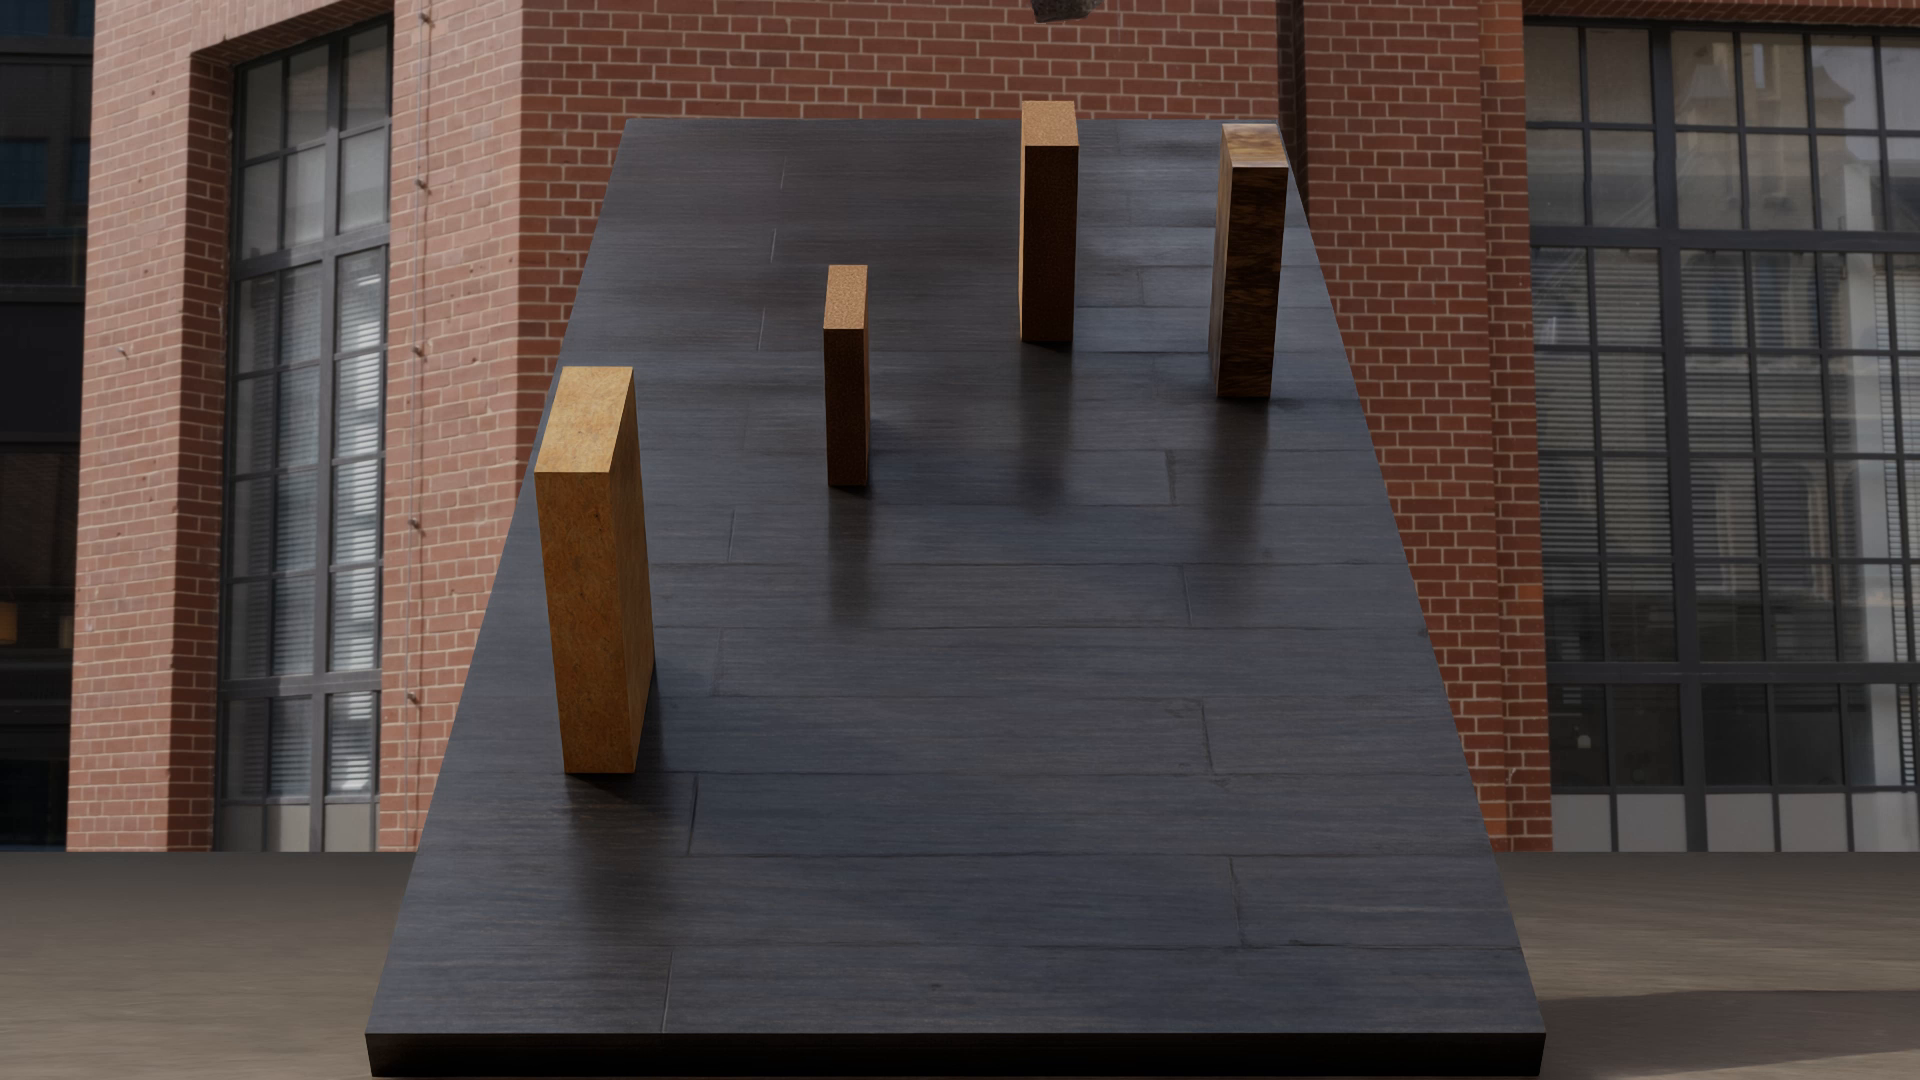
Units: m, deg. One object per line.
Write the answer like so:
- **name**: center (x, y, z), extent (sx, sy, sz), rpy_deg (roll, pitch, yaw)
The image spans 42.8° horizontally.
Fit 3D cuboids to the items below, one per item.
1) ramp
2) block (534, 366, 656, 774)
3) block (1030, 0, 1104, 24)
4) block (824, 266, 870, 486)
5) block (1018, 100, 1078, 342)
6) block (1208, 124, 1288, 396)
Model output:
- **ramp**: center (-0.015, -0.188, 5.862), extent (2.000, 0.100, 4.000), rpy_deg (0, 32, 0)
- **block**: center (-0.698, 0.059, 4.735), extent (0.134, 0.678, 0.400), rpy_deg (0, 32, 0)
- **block**: center (0.307, -1.619, 7.121), extent (0.162, 0.162, 0.162), rpy_deg (1, 34, 33)
- **block**: center (-0.261, -0.384, 5.697), extent (0.089, 0.407, 0.324), rpy_deg (0, 32, 0)
- **block**: center (0.224, -0.815, 6.261), extent (0.132, 0.538, 0.289), rpy_deg (0, 32, 0)
- **block**: center (0.700, -0.681, 5.985), extent (0.130, 0.610, 0.262), rpy_deg (0, 32, 0)
